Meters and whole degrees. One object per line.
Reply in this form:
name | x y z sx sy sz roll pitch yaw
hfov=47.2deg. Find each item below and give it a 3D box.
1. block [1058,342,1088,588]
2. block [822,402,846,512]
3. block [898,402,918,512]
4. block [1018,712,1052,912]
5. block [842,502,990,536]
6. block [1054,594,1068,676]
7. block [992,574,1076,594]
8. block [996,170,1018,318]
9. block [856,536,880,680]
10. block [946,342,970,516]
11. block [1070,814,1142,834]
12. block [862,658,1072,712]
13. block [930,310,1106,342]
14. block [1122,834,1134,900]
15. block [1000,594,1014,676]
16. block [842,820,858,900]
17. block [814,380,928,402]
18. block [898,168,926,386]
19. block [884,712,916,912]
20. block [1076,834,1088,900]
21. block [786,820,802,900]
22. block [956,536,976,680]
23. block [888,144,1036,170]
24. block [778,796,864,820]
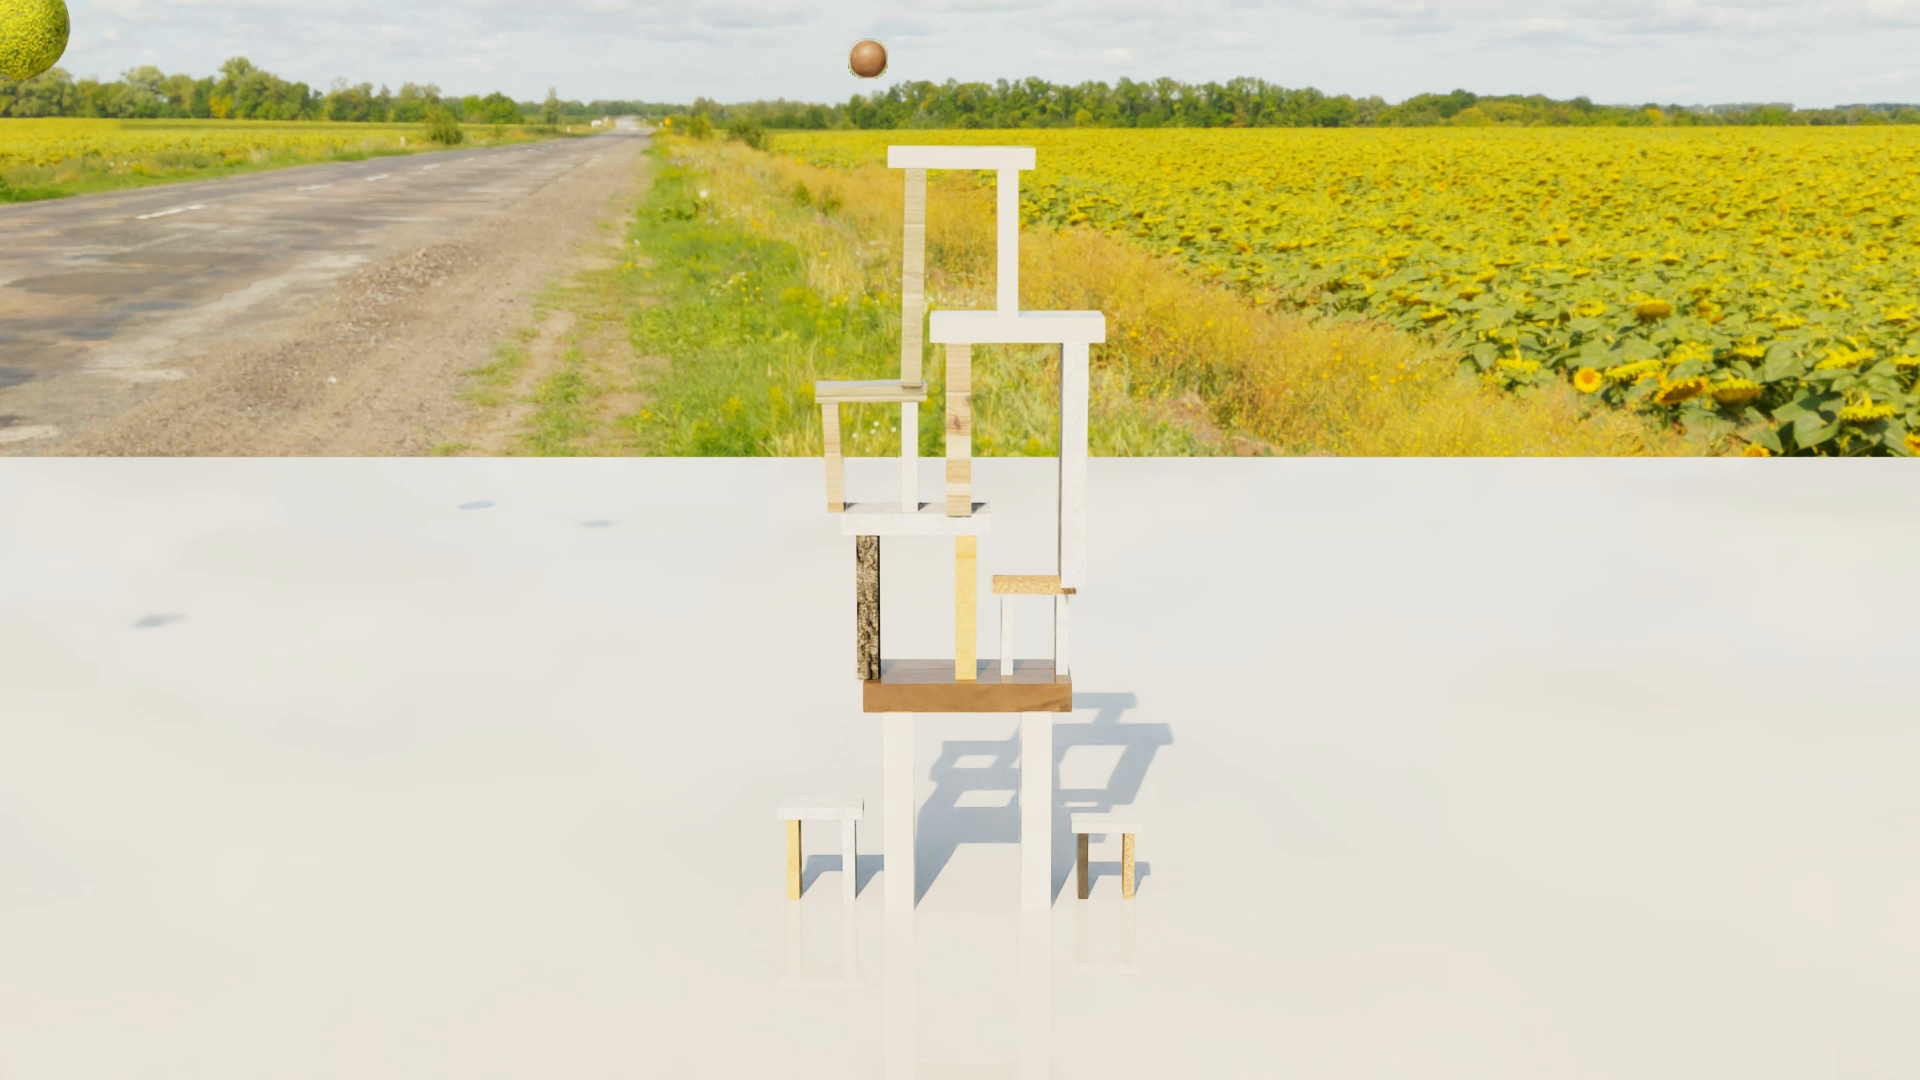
block | 0.181 -0.128 3.535 0.039 0.391 0.137 0 10 0
block | -0.202 -0.138 3.537 0.025 0.176 0.088 -3 11 0
block | -0.084 -0.139 3.536 0.025 0.176 0.088 -1 11 -5
block | 0.124 0.426 3.637 0.047 0.335 0.167 0 11 0
block | -0.070 -0.035 3.551 0.237 0.034 0.118 0 11 0
block | 0.165 0.148 3.590 0.019 0.134 0.067 0 10 -1
block | 0.121 0.072 3.576 0.134 0.019 0.067 0 10 0
block | 0.075 -0.471 3.474 0.032 0.228 0.114 0 10 0
block | -0.149 0.098 3.576 0.034 0.237 0.118 0 11 0
block | -0.002 -0.186 3.525 0.039 0.274 0.137 0 11 0
block | 0.242 0.470 3.647 0.114 0.016 0.057 0 11 0
block | 0.012 0.238 3.603 0.335 0.047 0.167 0 11 0
block | 0.090 -0.340 3.496 0.274 0.039 0.137 0 11 0
block | 0.280 0.534 3.659 0.016 0.114 0.057 0 11 0
block | 0.077 0.148 3.590 0.019 0.134 0.067 1 11 0
block | -0.183 0.521 3.660 0.020 0.139 0.069 0 11 0
block | -0.144 -0.238 3.515 0.176 0.025 0.088 -1 10 -5
block | -0.076 -0.420 3.488 0.032 0.339 0.114 1 12 -4
block | -0.099 0.426 3.637 0.047 0.335 0.167 0 11 0
block | 0.204 0.534 3.659 0.016 0.114 0.057 0 11 0
block | -0.276 0.521 3.660 0.020 0.139 0.069 0 11 0
block | 0.009 0.098 3.575 0.034 0.237 0.118 0 11 0
block | 0.003 -0.601 3.451 0.228 0.032 0.114 1 12 1
block | -0.230 0.443 3.645 0.139 0.020 0.069 0 11 0
